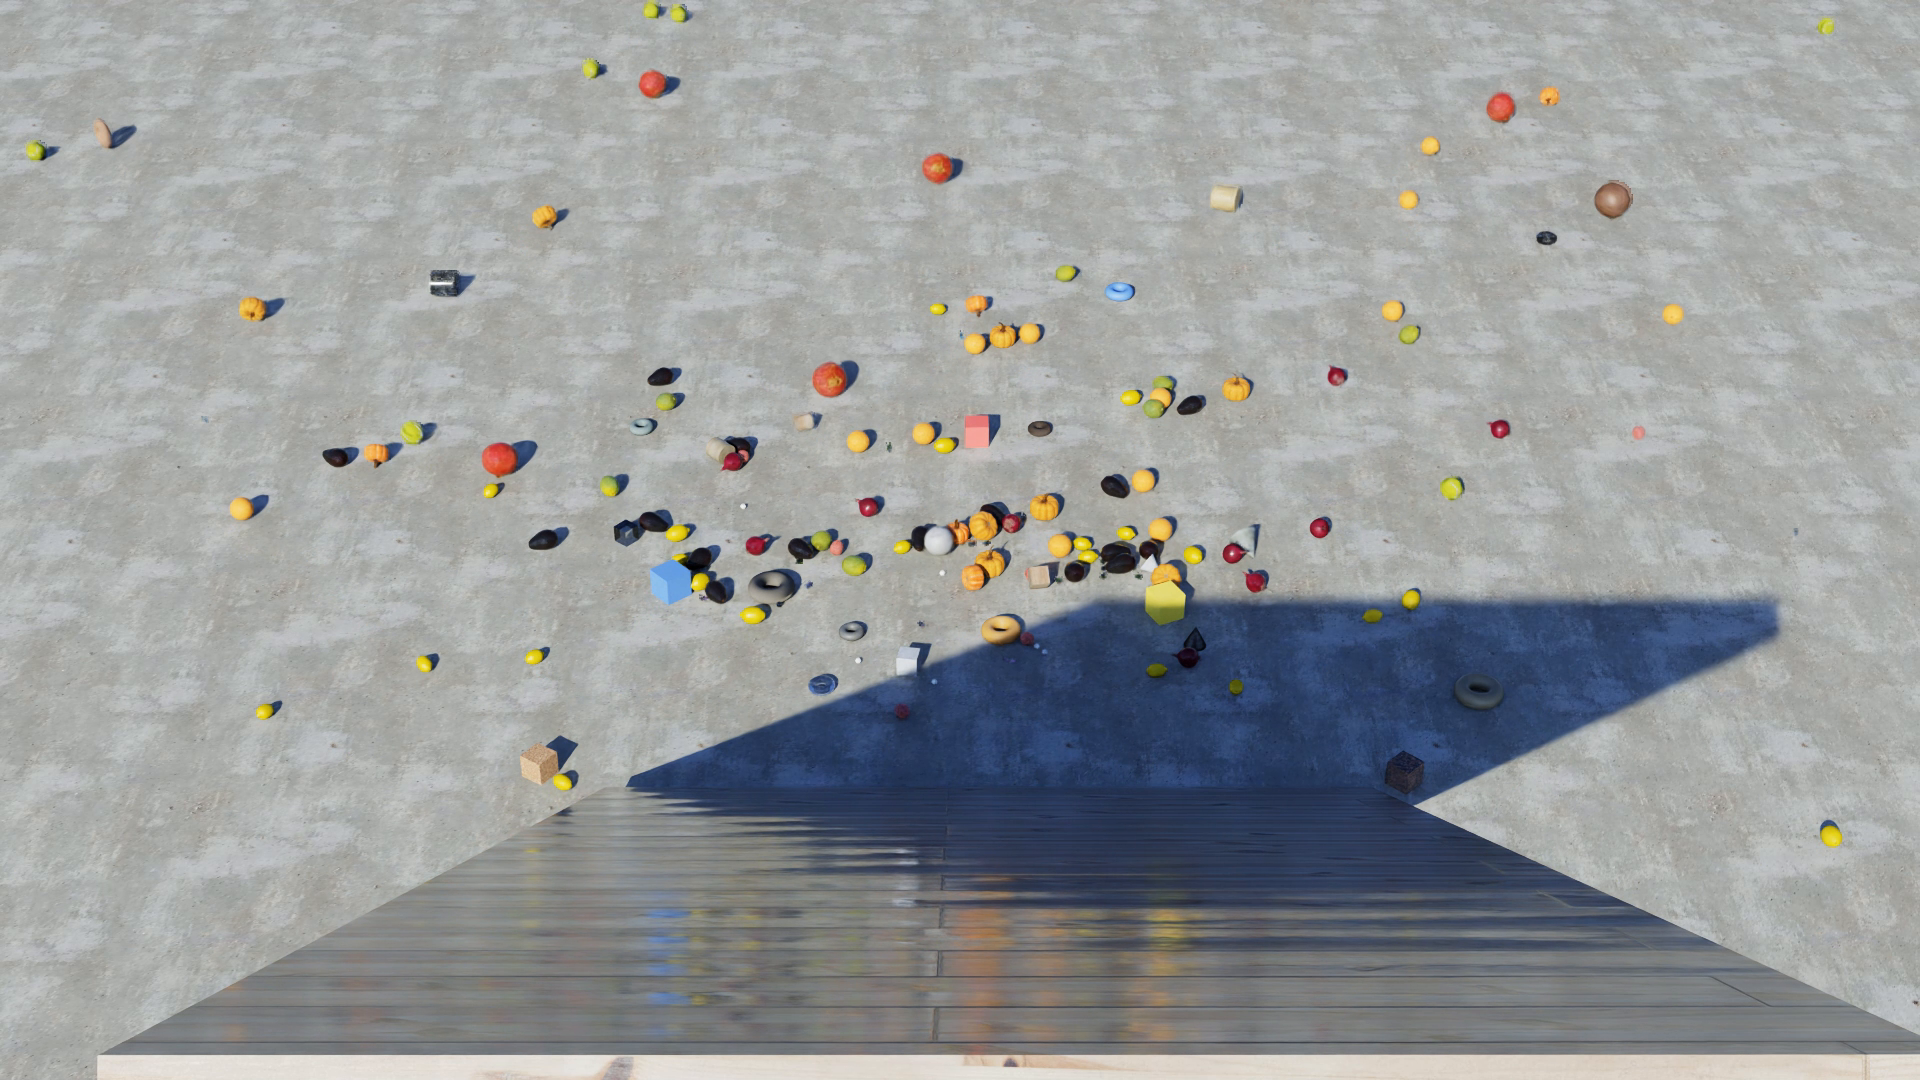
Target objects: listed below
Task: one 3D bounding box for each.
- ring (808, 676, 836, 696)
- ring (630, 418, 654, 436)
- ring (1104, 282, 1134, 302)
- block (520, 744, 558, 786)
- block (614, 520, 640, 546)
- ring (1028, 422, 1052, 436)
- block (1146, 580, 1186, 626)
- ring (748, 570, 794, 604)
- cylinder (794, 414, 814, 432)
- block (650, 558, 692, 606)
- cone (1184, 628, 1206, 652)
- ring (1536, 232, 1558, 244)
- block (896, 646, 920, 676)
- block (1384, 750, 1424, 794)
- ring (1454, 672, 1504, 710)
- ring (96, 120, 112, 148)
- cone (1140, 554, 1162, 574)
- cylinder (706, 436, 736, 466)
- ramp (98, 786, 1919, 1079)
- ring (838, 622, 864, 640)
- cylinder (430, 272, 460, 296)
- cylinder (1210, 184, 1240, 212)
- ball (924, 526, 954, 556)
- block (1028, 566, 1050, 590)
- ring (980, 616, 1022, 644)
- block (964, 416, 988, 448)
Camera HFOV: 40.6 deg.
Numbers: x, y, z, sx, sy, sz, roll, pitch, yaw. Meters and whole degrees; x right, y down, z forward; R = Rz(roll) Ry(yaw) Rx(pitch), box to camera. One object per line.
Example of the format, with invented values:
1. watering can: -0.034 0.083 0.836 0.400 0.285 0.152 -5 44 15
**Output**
1. ring: -0.388 0.407 7.264 0.076 0.025 0.076 -1 35 0
2. ring: -1.034 -0.367 8.423 0.080 0.027 0.080 0 35 0
3. ring: 0.563 -0.878 9.184 0.102 0.034 0.102 0 35 0
4. block: -1.124 0.599 6.937 0.069 0.069 0.069 21 39 28
5. block: -1.013 -0.021 7.881 0.052 0.052 0.052 25 41 32
6. ring: 0.257 -0.361 8.415 0.076 0.025 0.076 0 32 0
7. block: 0.597 0.183 7.548 0.083 0.083 0.083 -16 37 -22
8. ring: -0.555 0.139 7.646 0.139 0.046 0.139 -1 34 1
9. cylinder: -0.508 -0.382 8.422 0.052 0.052 0.052 -13 36 -19
10. block: -0.851 0.124 7.635 0.084 0.084 0.084 -26 42 -33
11. cone: 0.674 0.274 7.427 0.065 0.065 0.065 0 34 0
12. ring: 2.155 -1.110 9.537 0.079 0.026 0.079 -1 34 1
13. block: -0.145 0.343 7.330 0.058 0.058 0.058 5 34 8
14. block: 1.183 0.619 6.905 0.071 0.071 0.071 29 43 36
15. ring: 1.444 0.421 7.225 0.140 0.047 0.140 0 35 0
16. ring: -3.362 -1.591 10.185 0.037 0.111 0.111 -23 40 -27
17. cone: 0.580 0.085 7.743 0.062 0.062 0.062 40 45 8
18. cylinder: -0.762 -0.284 8.260 0.069 0.069 0.069 -28 43 -35
19. ramp: 0.075 0.649 4.781 2.000 0.100 4.000 0 -1 0
20. ring: -0.312 0.264 7.479 0.075 0.025 0.075 -1 34 1
21. cylinder: -1.823 -0.907 9.181 0.083 0.083 0.083 2 34 3
22. cylinder: 0.995 -1.281 9.733 0.093 0.093 0.093 11 35 16
23. ball: -0.062 0.003 7.811 0.090 0.090 0.090 0 34 0
24. block: 0.232 0.111 7.662 0.054 0.054 0.054 -5 75 -8
25. ring: 0.118 0.260 7.472 0.117 0.039 0.117 -1 34 1
26. block: 0.054 -0.350 8.353 0.075 0.075 0.075 -1 34 -1
